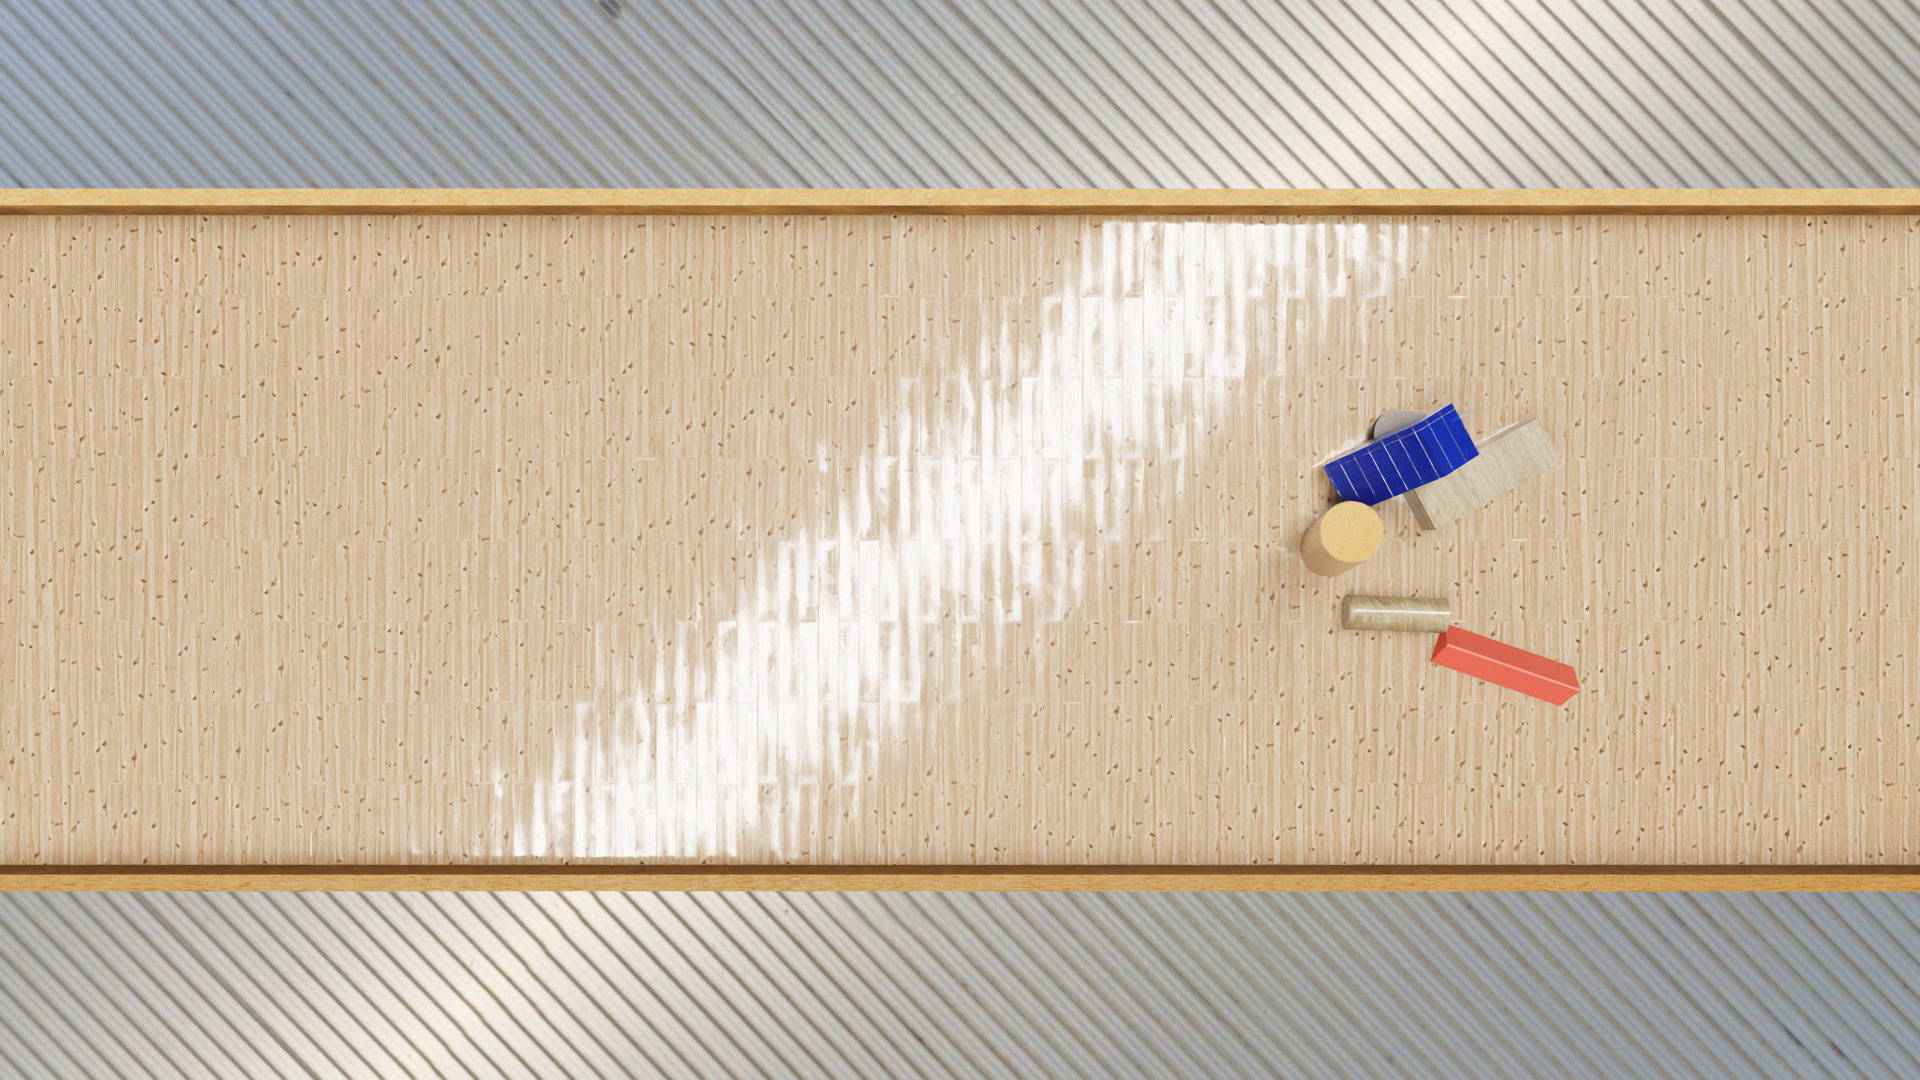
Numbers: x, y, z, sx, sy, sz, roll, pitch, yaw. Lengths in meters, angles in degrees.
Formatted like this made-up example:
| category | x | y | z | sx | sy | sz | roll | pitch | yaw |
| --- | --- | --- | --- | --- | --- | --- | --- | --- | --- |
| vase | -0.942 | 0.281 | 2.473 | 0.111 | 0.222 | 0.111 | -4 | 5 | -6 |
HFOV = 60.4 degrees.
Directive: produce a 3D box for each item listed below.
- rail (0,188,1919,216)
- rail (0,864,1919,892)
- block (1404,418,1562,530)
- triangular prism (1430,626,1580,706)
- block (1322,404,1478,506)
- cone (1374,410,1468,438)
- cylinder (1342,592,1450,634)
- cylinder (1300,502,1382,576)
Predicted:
| category | x | y | z | sx | sy | sz | roll | pitch | yaw |
| --- | --- | --- | --- | --- | --- | --- | --- | --- | --- |
| rail | -2.247 | -1.025 | 5.002 | 12.000 | 0.150 | 0.050 | 0 | 90 | 0 |
| rail | -2.247 | 1.025 | 5.001 | 12.000 | 0.150 | 0.050 | 0 | 90 | 0 |
| block | 1.575 | -0.198 | 5.001 | 0.428 | 0.150 | 0.150 | -28 | 90 | 0 |
| triangular prism | 1.667 | 0.383 | 5.020 | 0.421 | 0.107 | 0.123 | 19 | 90 | 0 |
| block | 1.294 | -0.235 | 4.861 | 0.167 | 0.406 | 0.167 | -28 | 90 | -33 |
| cone | 1.400 | -0.337 | 4.875 | 0.179 | 0.365 | 0.179 | 2 | 82 | -17 |
| cylinder | 1.325 | 0.225 | 5.023 | 0.303 | 0.108 | 0.108 | 4 | 90 | -5 |
| cylinder | 1.120 | 0.001 | 4.864 | 0.176 | 0.405 | 0.176 | 0 | 83 | 3 |
